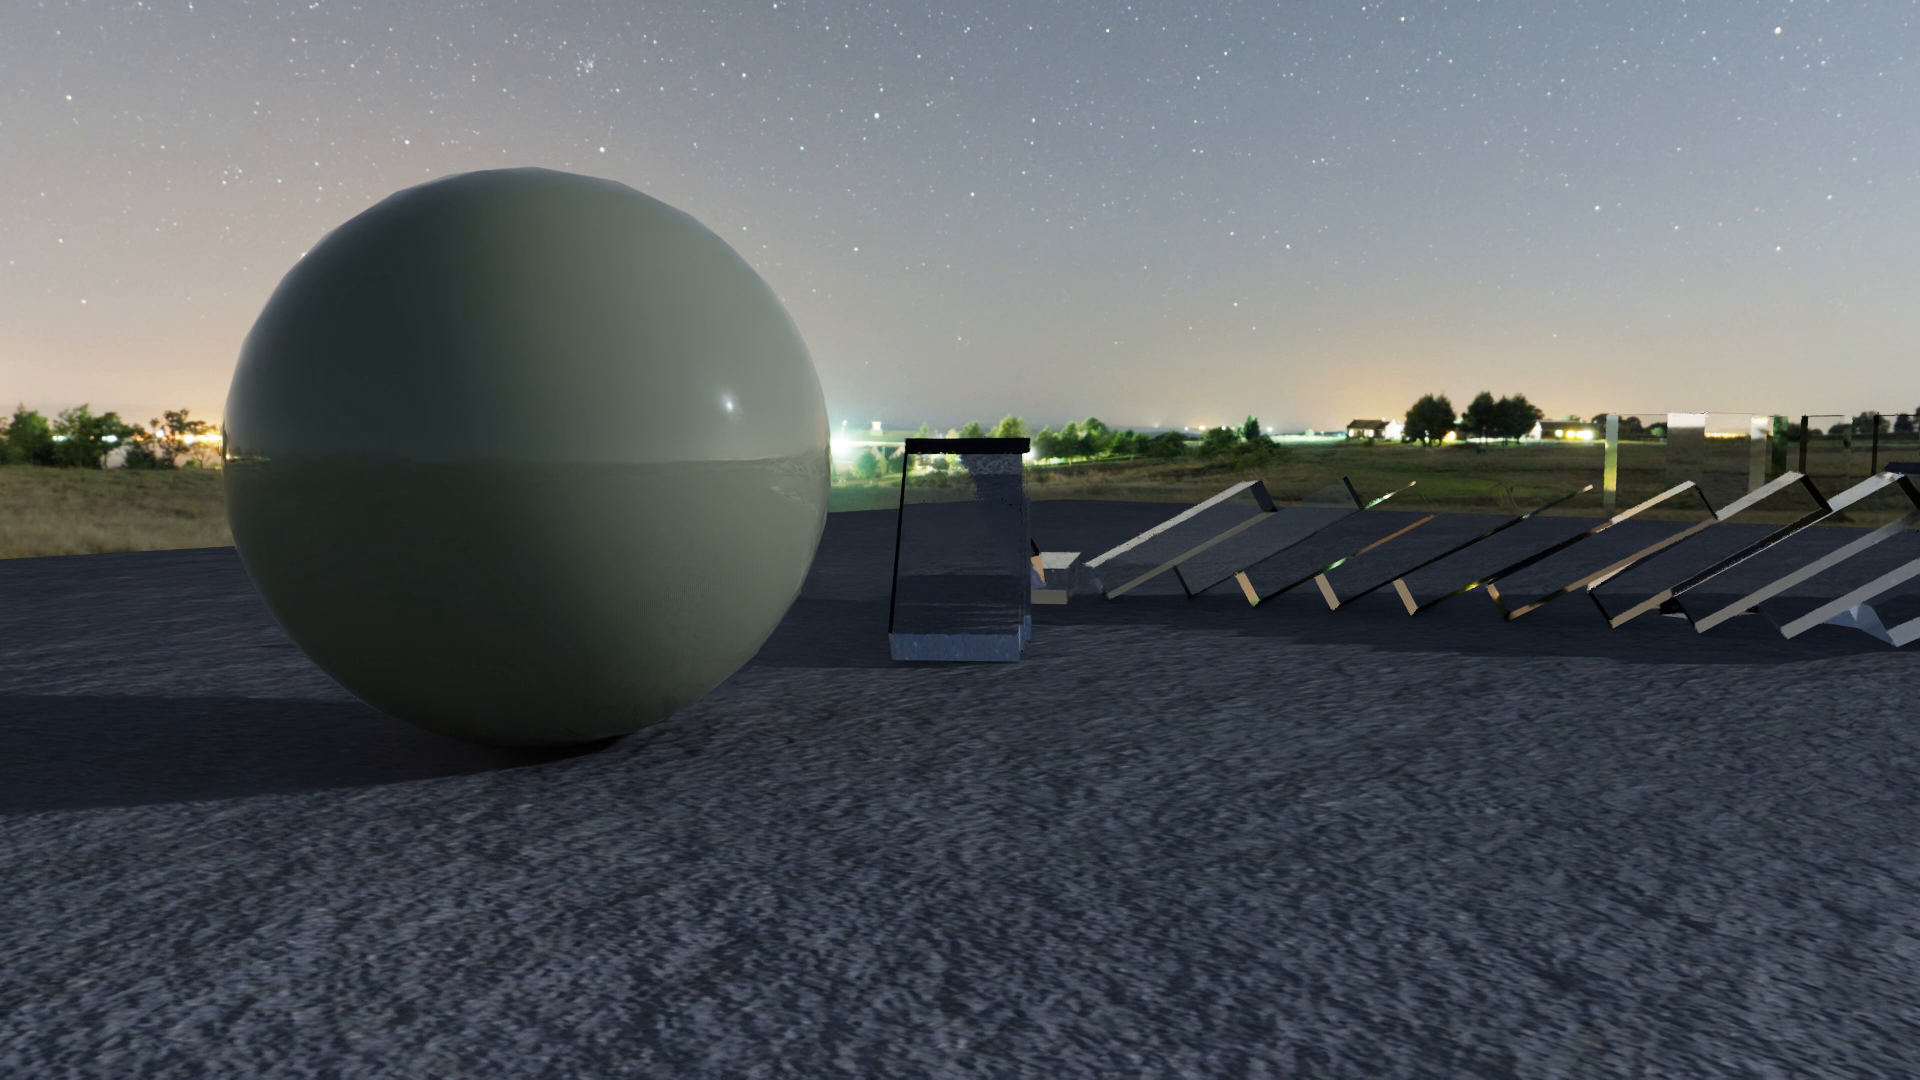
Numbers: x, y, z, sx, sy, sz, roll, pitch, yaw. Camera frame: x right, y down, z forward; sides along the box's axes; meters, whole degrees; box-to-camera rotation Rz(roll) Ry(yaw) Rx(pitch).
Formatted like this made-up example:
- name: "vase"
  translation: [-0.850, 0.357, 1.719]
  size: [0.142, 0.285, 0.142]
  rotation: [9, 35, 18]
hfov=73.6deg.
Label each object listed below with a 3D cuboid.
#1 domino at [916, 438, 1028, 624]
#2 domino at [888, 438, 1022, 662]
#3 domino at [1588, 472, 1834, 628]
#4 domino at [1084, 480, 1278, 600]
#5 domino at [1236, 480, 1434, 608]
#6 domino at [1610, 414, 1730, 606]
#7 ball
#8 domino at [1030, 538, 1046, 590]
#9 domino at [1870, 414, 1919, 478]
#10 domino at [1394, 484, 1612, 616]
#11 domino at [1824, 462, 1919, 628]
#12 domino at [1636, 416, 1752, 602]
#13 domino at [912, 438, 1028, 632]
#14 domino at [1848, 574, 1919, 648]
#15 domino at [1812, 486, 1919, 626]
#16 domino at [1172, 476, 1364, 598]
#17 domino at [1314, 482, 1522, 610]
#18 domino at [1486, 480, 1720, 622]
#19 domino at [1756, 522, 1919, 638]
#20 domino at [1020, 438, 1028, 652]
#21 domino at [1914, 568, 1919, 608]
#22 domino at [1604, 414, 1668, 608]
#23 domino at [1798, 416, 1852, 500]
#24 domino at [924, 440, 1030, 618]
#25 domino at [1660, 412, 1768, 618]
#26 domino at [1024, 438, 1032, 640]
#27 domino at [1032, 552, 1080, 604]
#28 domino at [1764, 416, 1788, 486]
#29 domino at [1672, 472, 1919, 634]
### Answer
- name: "domino"
  translation: [0.004, -0.003, 0.314]
  size: [0.025, 0.050, 0.009]
  rotation: [0, -37, 4]
- name: "domino"
  translation: [0.000, 0.001, 0.263]
  size: [0.025, 0.050, 0.010]
  rotation: [0, -37, 4]
- name: "domino"
  translation: [0.172, 0.002, 0.298]
  size: [0.050, 0.010, 0.025]
  rotation: [-35, -11, 24]
- name: "domino"
  translation: [0.060, 0.000, 0.351]
  size: [0.050, 0.009, 0.025]
  rotation: [-28, 1, 0]
- name: "domino"
  translation: [0.099, 0.001, 0.337]
  size: [0.050, 0.009, 0.025]
  rotation: [-29, -6, 19]
- name: "domino"
  translation: [0.192, -0.009, 0.348]
  size: [0.010, 0.050, 0.025]
  rotation: [-4, 6, -43]
- name: "ball"
  translation: [-0.058, -0.011, 0.181]
  size: [0.080, 0.080, 0.080]
  rotation: [0, 4, 0]
- name: "domino"
  translation: [0.004, -0.001, 0.348]
  size: [0.025, 0.010, 0.050]
  rotation: [-13, 30, -7]
- name: "domino"
  translation: [0.251, -0.008, 0.345]
  size: [0.010, 0.050, 0.025]
  rotation: [3, 6, 39]
- name: "domino"
  translation: [0.135, 0.002, 0.319]
  size: [0.050, 0.010, 0.025]
  rotation: [-30, -9, 24]
- name: "domino"
  translation: [0.221, 0.000, 0.310]
  size: [0.050, 0.010, 0.025]
  rotation: [-38, 12, -7]
- name: "domino"
  translation: [0.203, -0.009, 0.356]
  size: [0.009, 0.050, 0.025]
  rotation: [-3, 5, -32]
- name: "domino"
  translation: [0.003, -0.002, 0.301]
  size: [0.025, 0.050, 0.010]
  rotation: [0, -37, 4]
- name: "domino"
  translation: [0.219, 0.005, 0.272]
  size: [0.050, 0.009, 0.025]
  rotation: [-30, -7, 20]
- name: "domino"
  translation: [0.237, 0.000, 0.312]
  size: [0.050, 0.010, 0.025]
  rotation: [-38, 11, -9]
- name: "domino"
  translation: [0.082, -0.001, 0.345]
  size: [0.050, 0.010, 0.025]
  rotation: [-29, -6, 12]
- name: "domino"
  translation: [0.117, 0.001, 0.328]
  size: [0.050, 0.009, 0.025]
  rotation: [-30, -8, 22]
- name: "domino"
  translation: [0.153, 0.003, 0.308]
  size: [0.050, 0.009, 0.025]
  rotation: [-32, -10, 25]
- name: "domino"
  translation: [0.202, 0.004, 0.282]
  size: [0.050, 0.009, 0.025]
  rotation: [-35, -11, 23]
- name: "domino"
  translation: [0.002, 0.000, 0.276]
  size: [0.025, 0.050, 0.009]
  rotation: [0, -37, 4]
- name: "domino"
  translation: [0.274, 0.012, 0.345]
  size: [0.025, 0.010, 0.050]
  rotation: [3, 5, 39]
- name: "domino"
  translation: [0.183, -0.008, 0.335]
  size: [0.025, 0.050, 0.009]
  rotation: [1, 4, 10]
- name: "domino"
  translation: [0.236, -0.009, 0.351]
  size: [0.010, 0.050, 0.025]
  rotation: [3, 5, 39]
- name: "domino"
  translation: [0.005, -0.004, 0.327]
  size: [0.025, 0.050, 0.010]
  rotation: [0, -38, 4]
- name: "domino"
  translation: [0.188, -0.006, 0.319]
  size: [0.025, 0.050, 0.009]
  rotation: [-2, 5, -28]
- name: "domino"
  translation: [0.003, -0.001, 0.289]
  size: [0.025, 0.050, 0.009]
  rotation: [0, -37, 3]
- name: "domino"
  translation: [0.020, 0.010, 0.367]
  size: [0.025, 0.010, 0.050]
  rotation: [1, 4, 10]
- name: "domino"
  translation: [0.222, -0.009, 0.360]
  size: [0.010, 0.050, 0.025]
  rotation: [2, 5, 20]
- name: "domino"
  translation: [0.187, 0.003, 0.288]
  size: [0.050, 0.009, 0.025]
  rotation: [-36, -11, 25]
